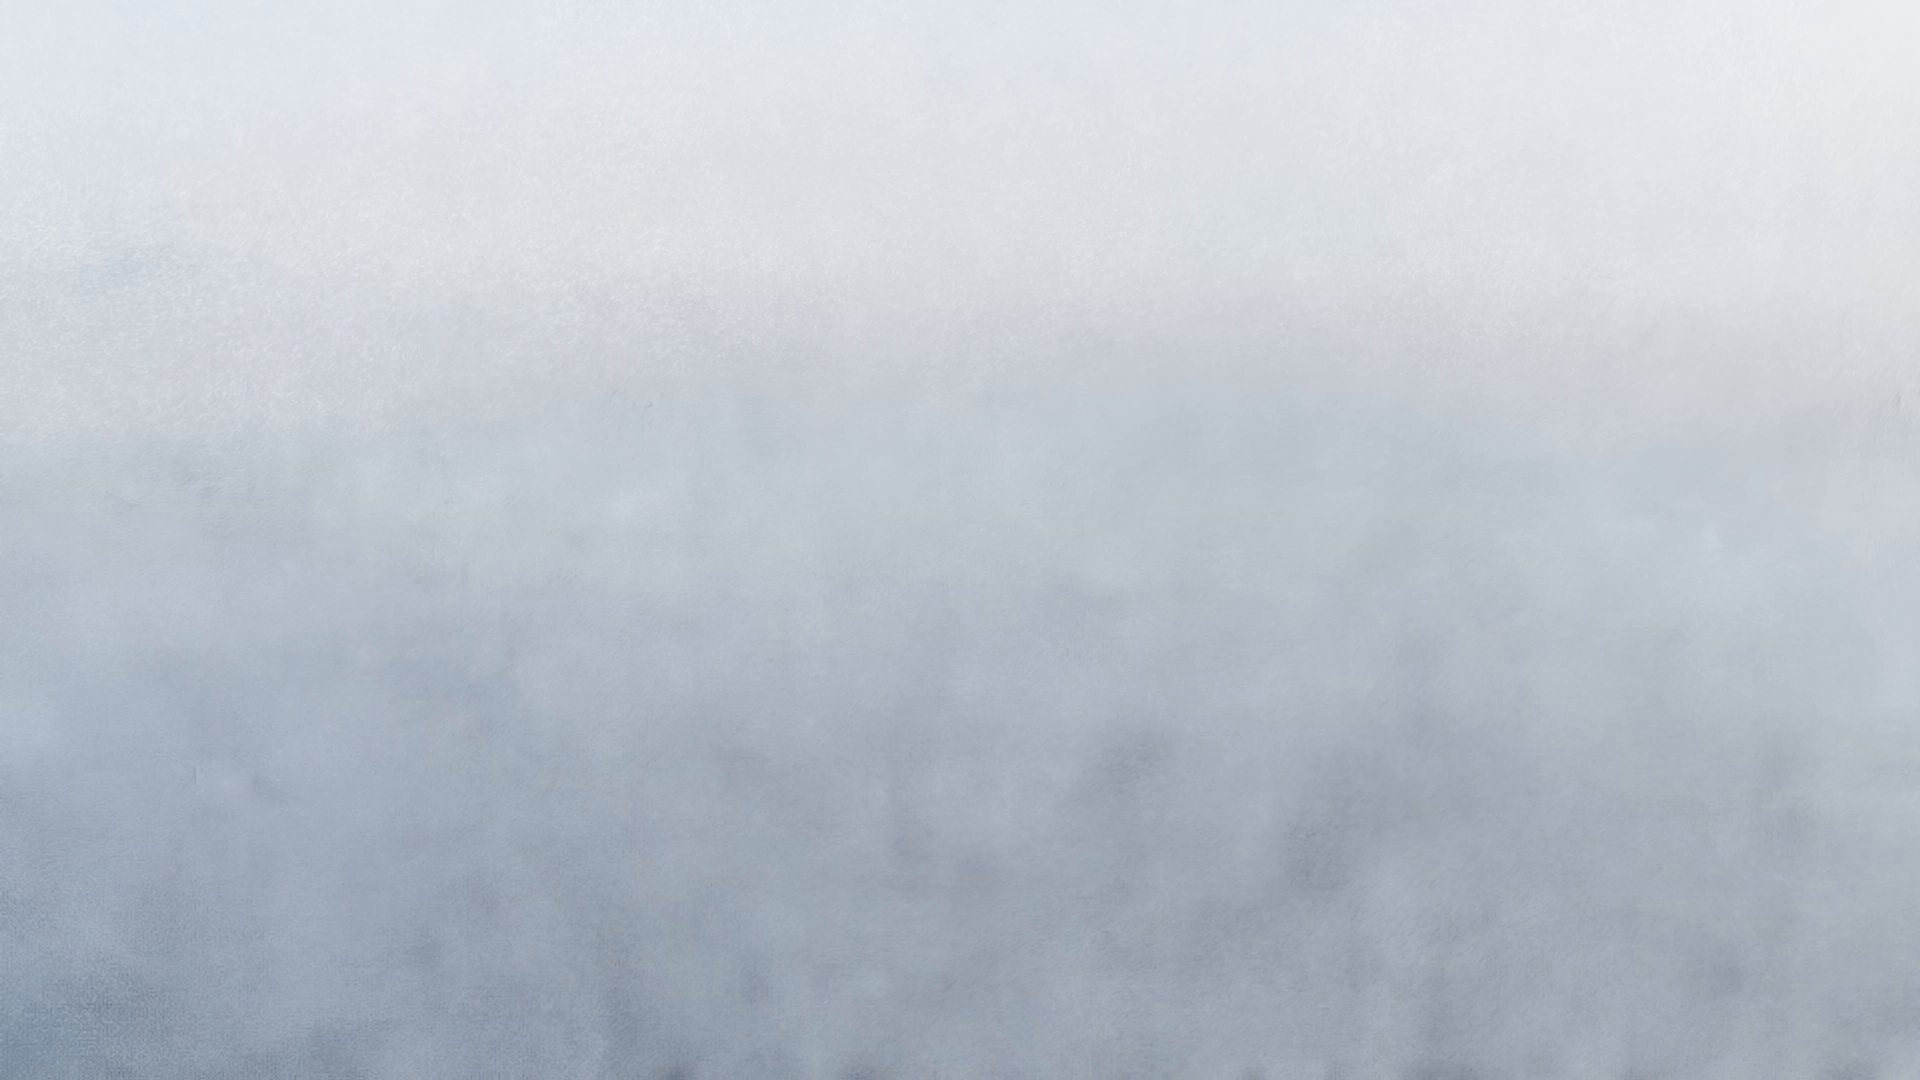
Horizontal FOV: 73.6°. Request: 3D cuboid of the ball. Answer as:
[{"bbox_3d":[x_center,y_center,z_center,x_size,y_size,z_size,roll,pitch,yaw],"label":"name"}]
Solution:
[{"bbox_3d":[0.003,-0.007,0.050,0.080,0.080,0.080,0,4,0],"label":"ball"}]
